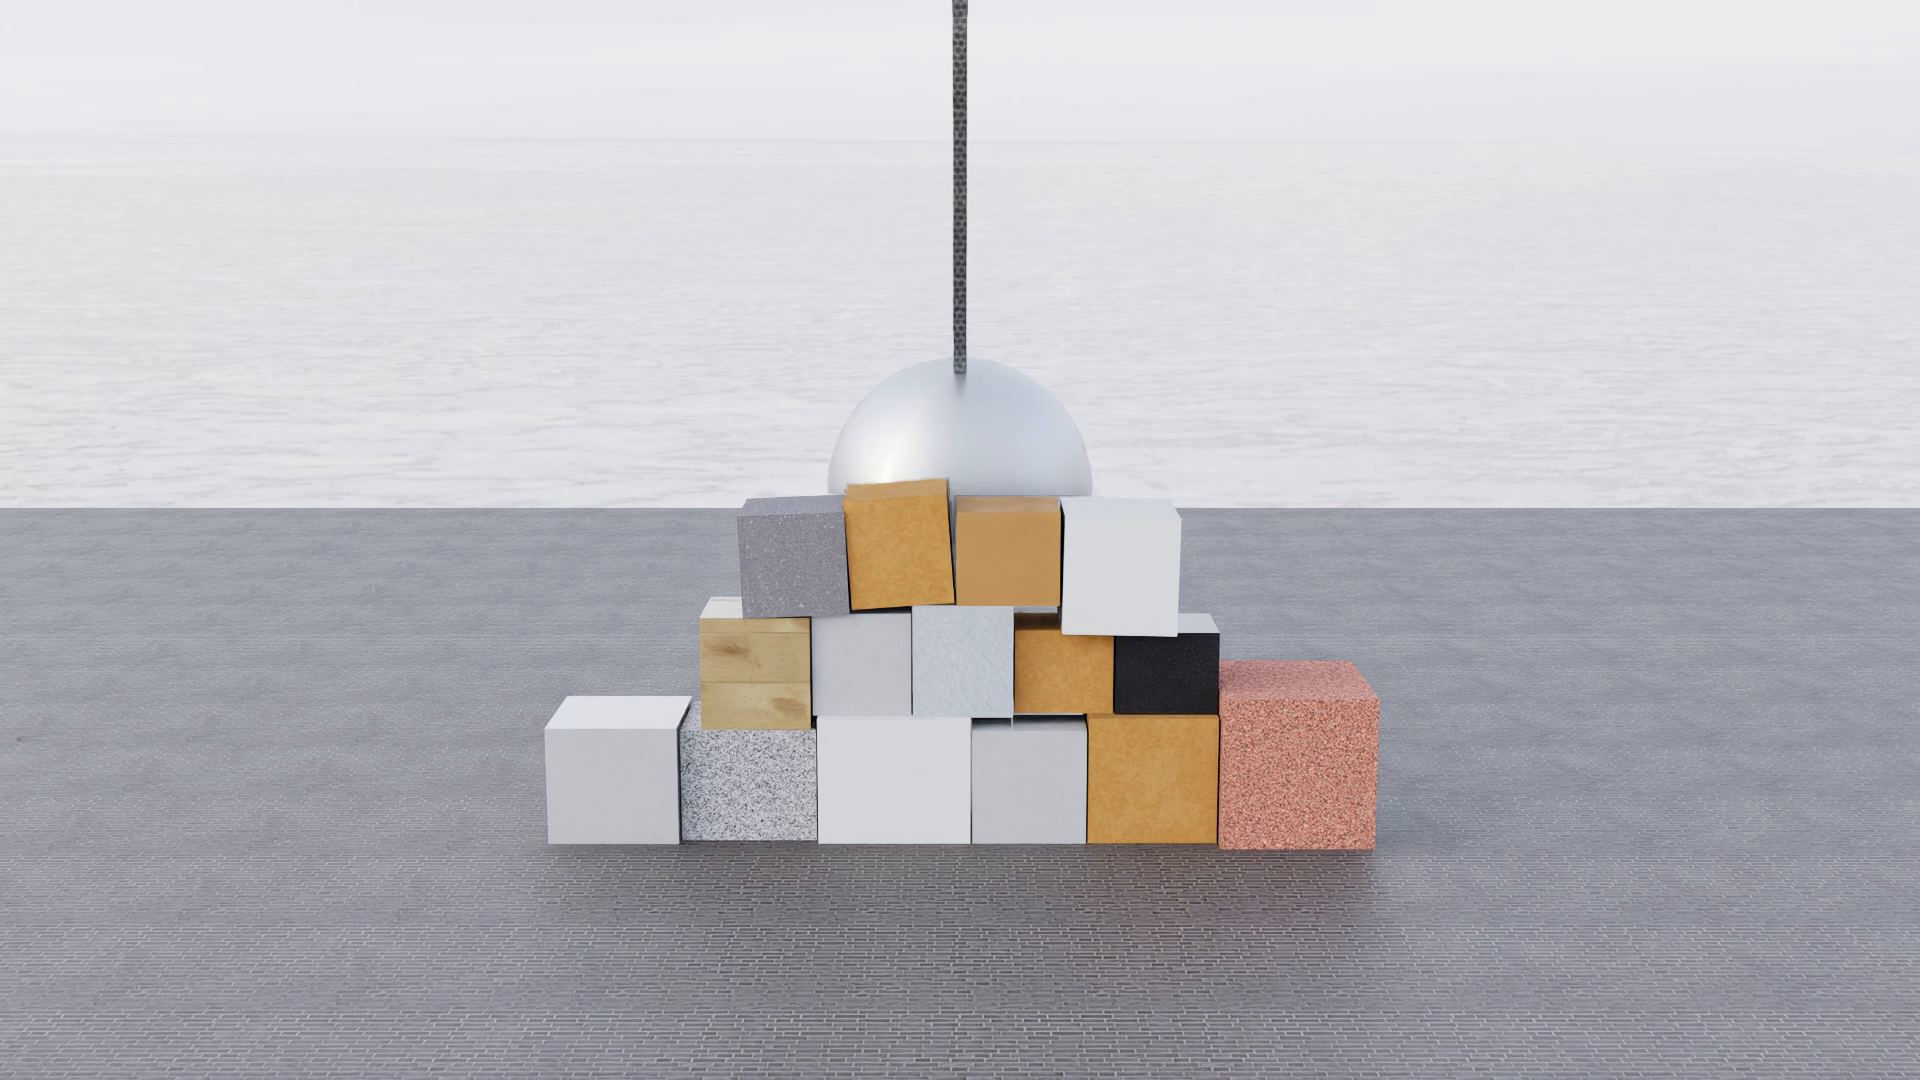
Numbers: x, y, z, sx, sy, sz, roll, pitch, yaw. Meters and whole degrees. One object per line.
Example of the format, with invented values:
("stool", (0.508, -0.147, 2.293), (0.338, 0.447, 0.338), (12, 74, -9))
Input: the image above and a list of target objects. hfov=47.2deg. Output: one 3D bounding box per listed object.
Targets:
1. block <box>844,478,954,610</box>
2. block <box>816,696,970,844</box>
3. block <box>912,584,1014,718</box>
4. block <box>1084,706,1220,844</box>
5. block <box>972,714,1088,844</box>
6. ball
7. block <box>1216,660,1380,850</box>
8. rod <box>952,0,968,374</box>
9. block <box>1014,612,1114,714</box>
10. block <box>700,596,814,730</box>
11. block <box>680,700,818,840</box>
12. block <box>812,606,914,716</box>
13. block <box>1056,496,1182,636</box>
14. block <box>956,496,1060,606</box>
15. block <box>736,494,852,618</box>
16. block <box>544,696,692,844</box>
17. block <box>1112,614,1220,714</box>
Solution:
("block", (-0.302, 0.014, 11.183), (0.512, 0.549, 0.527), (-4, 10, 1))
("block", (-0.332, 1.161, 11.378), (0.768, 0.644, 0.642), (0, 10, 0))
("block", (0.015, 0.562, 11.277), (0.503, 0.571, 0.550), (0, 10, 0))
("block", (0.972, 1.156, 11.396), (0.651, 0.648, 0.661), (0, 10, 0))
("block", (0.349, 1.188, 11.388), (0.575, 0.588, 0.649), (0, 10, 0))
("ball", (0.000, -0.301, 13.234), (1.600, 1.600, 1.600), (0, 10, 0))
("block", (1.694, 1.097, 11.372), (0.773, 0.773, 0.835), (0, 10, 0))
("rod", (0.000, -3.229, 11.507), (0.080, 5.200, 0.080), (0, 31, 0))
("block", (0.525, 0.628, 11.293), (0.496, 0.429, 0.419), (0, 10, 0))
("block", (-1.027, 0.627, 11.284), (0.550, 0.577, 0.518), (0, 10, 0))
("block", (-1.068, 1.189, 11.415), (0.685, 0.576, 0.594), (0, 10, 0))
("block", (-0.494, 0.582, 11.300), (0.496, 0.523, 0.508), (0, 10, 0))
("block", (0.800, 0.127, 11.200), (0.572, 0.590, 0.643), (1, 10, 0))
("block", (0.241, 0.052, 11.171), (0.514, 0.471, 0.500), (0, 10, 0))
("block", (-0.828, 0.077, 11.186), (0.531, 0.518, 0.556), (-2, 10, 0))
("block", (-1.751, 1.182, 11.382), (0.660, 0.602, 0.652), (0, 10, 0))
("block", (1.042, 0.633, 11.282), (0.519, 0.423, 0.461), (0, 10, 0))
